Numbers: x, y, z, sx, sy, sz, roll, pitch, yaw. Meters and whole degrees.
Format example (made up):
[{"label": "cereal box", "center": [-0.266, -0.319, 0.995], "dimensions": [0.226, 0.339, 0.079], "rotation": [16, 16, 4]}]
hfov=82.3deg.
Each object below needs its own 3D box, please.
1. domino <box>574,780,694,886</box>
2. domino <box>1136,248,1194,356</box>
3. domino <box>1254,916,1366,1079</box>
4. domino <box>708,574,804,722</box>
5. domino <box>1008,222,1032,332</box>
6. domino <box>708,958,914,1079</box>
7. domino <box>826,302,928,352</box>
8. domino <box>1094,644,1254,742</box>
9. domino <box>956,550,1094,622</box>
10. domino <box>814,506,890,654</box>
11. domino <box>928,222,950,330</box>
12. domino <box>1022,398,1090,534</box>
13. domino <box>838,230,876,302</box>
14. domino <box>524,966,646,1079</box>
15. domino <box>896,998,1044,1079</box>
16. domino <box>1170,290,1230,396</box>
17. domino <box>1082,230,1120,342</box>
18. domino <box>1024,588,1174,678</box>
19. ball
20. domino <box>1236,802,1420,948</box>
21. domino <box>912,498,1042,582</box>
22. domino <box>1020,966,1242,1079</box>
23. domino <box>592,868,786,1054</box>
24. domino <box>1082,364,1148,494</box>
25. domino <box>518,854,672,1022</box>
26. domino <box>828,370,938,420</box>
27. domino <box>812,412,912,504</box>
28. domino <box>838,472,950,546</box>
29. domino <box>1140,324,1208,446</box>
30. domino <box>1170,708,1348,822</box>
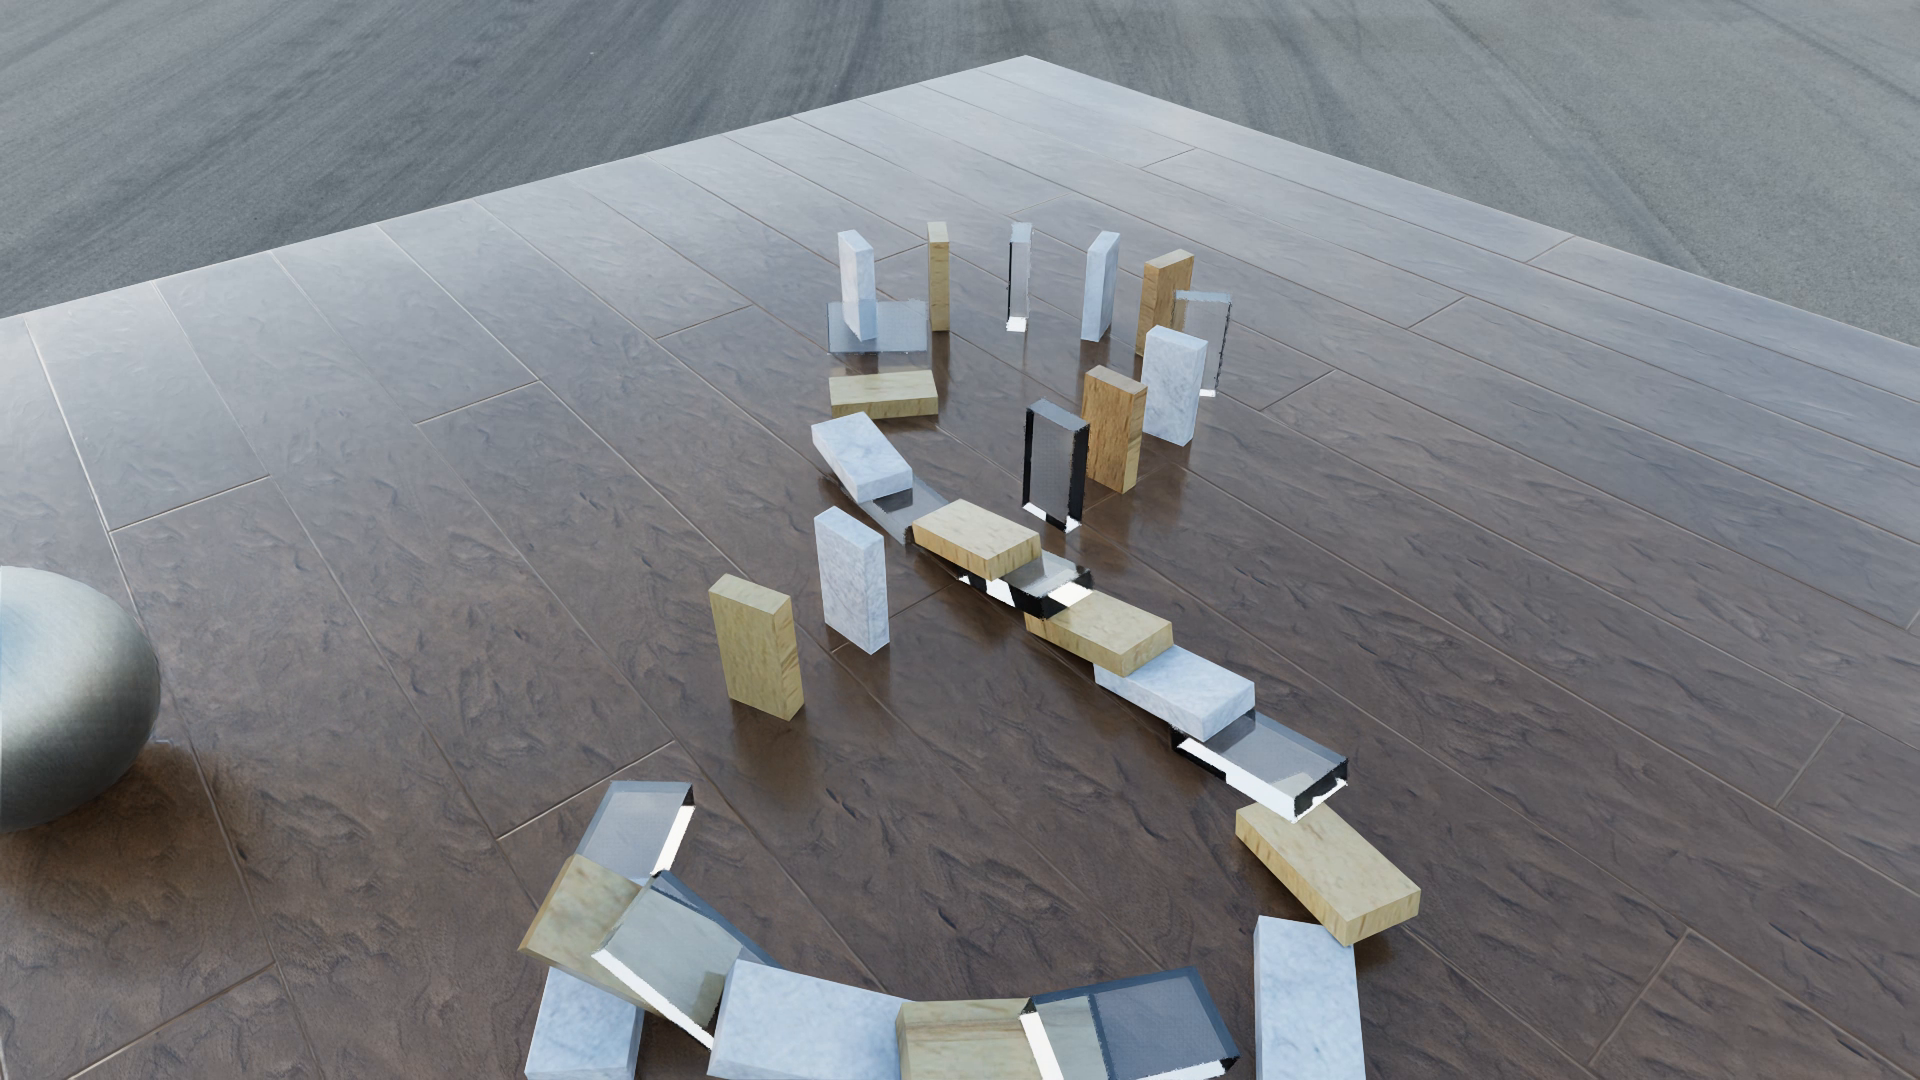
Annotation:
[{"label": "domino", "center": [-0.097, 0.090, 0.323], "dimensions": [0.025, 0.010, 0.050], "rotation": [0, 25, 3]}, {"label": "domino", "center": [0.103, -0.119, 0.557], "dimensions": [0.025, 0.050, 0.009], "rotation": [-27, 46, -29]}, {"label": "domino", "center": [0.091, 0.126, 0.290], "dimensions": [0.025, 0.010, 0.050], "rotation": [7, 40, 8]}, {"label": "domino", "center": [-0.067, 0.036, 0.367], "dimensions": [0.025, 0.050, 0.010], "rotation": [18, 42, 20]}, {"label": "domino", "center": [0.032, -0.139, 0.581], "dimensions": [0.009, 0.050, 0.025], "rotation": [4, 40, 5]}, {"label": "domino", "center": [-0.036, 0.125, 0.276], "dimensions": [0.050, 0.010, 0.025], "rotation": [19, 37, -14]}, {"label": "domino", "center": [-0.042, -0.109, 0.563], "dimensions": [0.050, 0.025, 0.009], "rotation": [-1, 12, -2]}, {"label": "domino", "center": [0.072, 0.049, 0.375], "dimensions": [0.025, 0.009, 0.050], "rotation": [-27, 32, -29]}, {"label": "domino", "center": [0.024, 0.013, 0.418], "dimensions": [0.025, 0.010, 0.050], "rotation": [-27, 32, -29]}, {"label": "domino", "center": [-0.038, 0.015, 0.393], "dimensions": [0.025, 0.050, 0.010], "rotation": [31, 48, 32]}, {"label": "domino", "center": [-0.011, -0.139, 0.581], "dimensions": [0.010, 0.050, 0.025], "rotation": [-3, 39, -4]}, {"label": "domino", "center": [0.039, -0.030, 0.448], "dimensions": [0.010, 0.050, 0.025], "rotation": [-31, 49, -32]}, {"label": "domino", "center": [-0.053, -0.133, 0.573], "dimensions": [0.010, 0.050, 0.025], "rotation": [-17, 42, -19]}, {"label": "domino", "center": [-0.098, 0.120, 0.297], "dimensions": [0.025, 0.009, 0.050], "rotation": [-2, 39, -3]}, {"label": "domino", "center": [0.010, 0.130, 0.276], "dimensions": [0.050, 0.009, 0.025], "rotation": [5, 38, -15]}, {"label": "domino", "center": [0.113, -0.094, 0.526], "dimensions": [0.025, 0.050, 0.010], "rotation": [6, 40, 7]}, {"label": "domino", "center": [0.073, -0.132, 0.572], "dimensions": [0.009, 0.050, 0.025], "rotation": [15, 42, 17]}, {"label": "domino", "center": [0.049, 0.031, 0.395], "dimensions": [0.025, 0.010, 0.050], "rotation": [-27, 31, -29]}, {"label": "ball", "center": [-0.289, 0.048, 0.329], "dimensions": [0.080, 0.080, 0.080], "rotation": [0, 39, 0]}, {"label": "domino", "center": [0.106, 0.093, 0.321], "dimensions": [0.025, 0.010, 0.050], "rotation": [-15, 28, -18]}, {"label": "domino", "center": [0.006, -0.001, 0.429], "dimensions": [0.025, 0.010, 0.050], "rotation": [-26, 32, -28]}, {"label": "domino", "center": [0.043, 0.126, 0.279], "dimensions": [0.050, 0.010, 0.025], "rotation": [1, 39, -25]}, {"label": "domino", "center": [-0.067, 0.112, 0.284], "dimensions": [0.050, 0.010, 0.025], "rotation": [43, 45, -9]}, {"label": "domino", "center": [0.064, -0.047, 0.469], "dimensions": [0.025, 0.050, 0.009], "rotation": [31, 48, 32]}, {"label": "domino", "center": [-0.086, 0.106, 0.288], "dimensions": [0.050, 0.010, 0.025], "rotation": [34, 53, -17]}, {"label": "domino", "center": [-0.037, -0.069, 0.528], "dimensions": [0.050, 0.010, 0.025], "rotation": [-5, 40, -6]}, {"label": "domino", "center": [-0.043, -0.036, 0.473], "dimensions": [0.025, 0.010, 0.050], "rotation": [-18, 43, -21]}, {"label": "domino", "center": [-0.028, -0.018, 0.466], "dimensions": [0.025, 0.010, 0.050], "rotation": [-26, 46, -28]}, {"label": "domino", "center": [0.095, -0.069, 0.496], "dimensions": [0.025, 0.050, 0.009], "rotation": [25, 46, 27]}, {"label": "domino", "center": [0.094, 0.068, 0.350], "dimensions": [0.025, 0.010, 0.050], "rotation": [-25, 31, -28]}]
